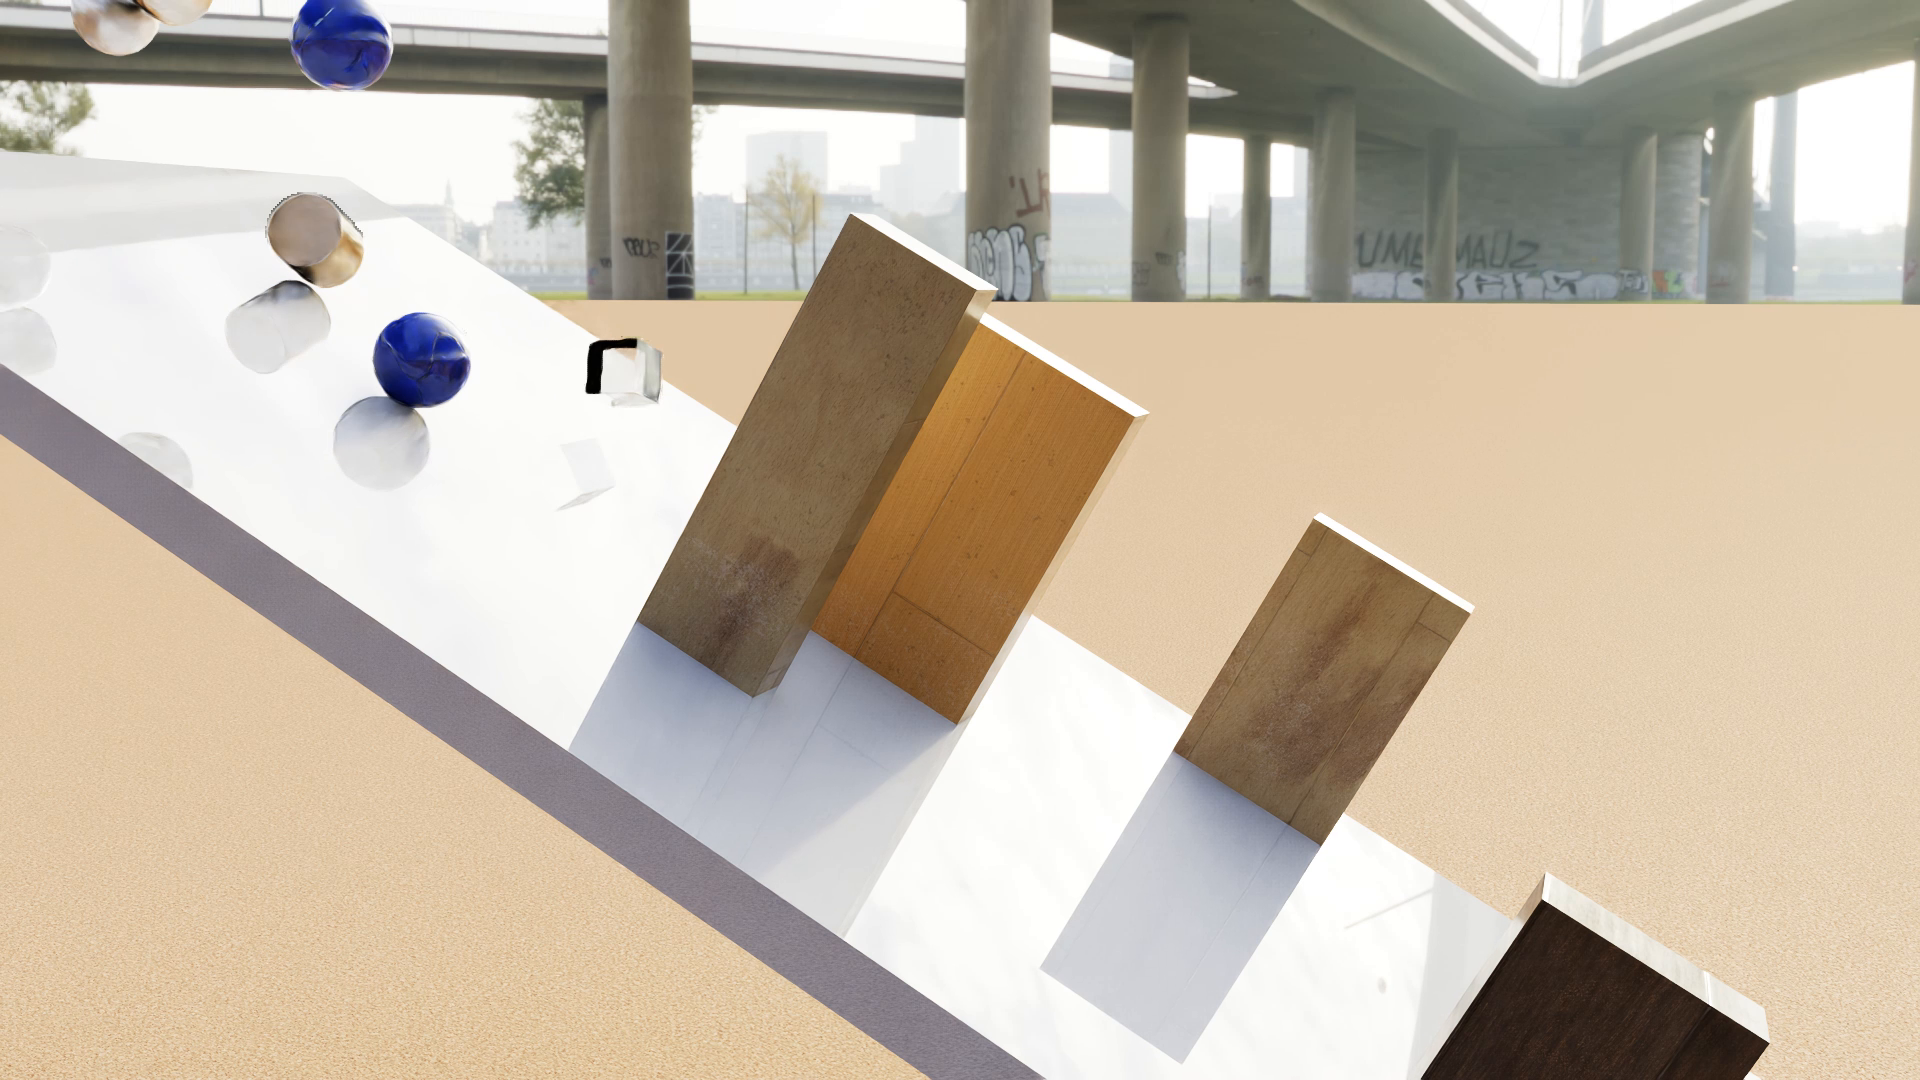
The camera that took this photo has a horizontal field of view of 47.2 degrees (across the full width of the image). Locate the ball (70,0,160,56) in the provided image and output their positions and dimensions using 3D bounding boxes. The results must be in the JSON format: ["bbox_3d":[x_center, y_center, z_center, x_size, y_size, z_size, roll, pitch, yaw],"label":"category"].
[{"bbox_3d":[-1.721,-1.076,4.483,0.173,0.173,0.173,0,7,0],"label":"ball"}]

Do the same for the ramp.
[{"bbox_3d":[-0.186,0.307,4.129,4.000,0.100,2.000,32,15,11],"label":"ramp"}]

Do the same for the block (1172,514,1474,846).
[{"bbox_3d":[0.757,0.292,4.610,0.371,0.584,0.098,32,15,11],"label":"block"}]

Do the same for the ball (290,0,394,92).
[{"bbox_3d":[-1.208,-0.974,4.296,0.195,0.195,0.195,0,7,0],"label":"ball"}]

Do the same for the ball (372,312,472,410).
[{"bbox_3d":[-1.017,-0.340,4.158,0.184,0.184,0.184,0,7,0],"label":"ball"}]

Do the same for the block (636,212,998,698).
[{"bbox_3d":[-0.248,-0.140,3.722,0.249,0.797,0.121,32,15,11],"label":"block"}]

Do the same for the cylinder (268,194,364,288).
[{"bbox_3d":[-1.309,-0.607,4.475,0.150,0.150,0.150,0,-10,2],"label":"cylinder"}]

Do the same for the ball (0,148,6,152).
[{"bbox_3d":[-2.055,-0.736,4.635,0.192,0.192,0.192,0,7,0],"label":"ball"}]

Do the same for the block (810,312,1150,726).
[{"bbox_3d":[0.017,-0.043,4.142,0.377,0.676,0.119,32,15,11],"label":"block"}]

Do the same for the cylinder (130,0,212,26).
[{"bbox_3d":[-1.582,-1.115,4.357,0.149,0.149,0.149,1,-7,10],"label":"cylinder"}]

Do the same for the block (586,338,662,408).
[{"bbox_3d":[-0.710,-0.353,4.650,0.114,0.114,0.114,-2,-11,20],"label":"block"}]

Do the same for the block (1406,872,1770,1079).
[{"bbox_3d":[0.834,0.802,3.116,0.347,0.540,0.145,32,15,11],"label":"block"}]
